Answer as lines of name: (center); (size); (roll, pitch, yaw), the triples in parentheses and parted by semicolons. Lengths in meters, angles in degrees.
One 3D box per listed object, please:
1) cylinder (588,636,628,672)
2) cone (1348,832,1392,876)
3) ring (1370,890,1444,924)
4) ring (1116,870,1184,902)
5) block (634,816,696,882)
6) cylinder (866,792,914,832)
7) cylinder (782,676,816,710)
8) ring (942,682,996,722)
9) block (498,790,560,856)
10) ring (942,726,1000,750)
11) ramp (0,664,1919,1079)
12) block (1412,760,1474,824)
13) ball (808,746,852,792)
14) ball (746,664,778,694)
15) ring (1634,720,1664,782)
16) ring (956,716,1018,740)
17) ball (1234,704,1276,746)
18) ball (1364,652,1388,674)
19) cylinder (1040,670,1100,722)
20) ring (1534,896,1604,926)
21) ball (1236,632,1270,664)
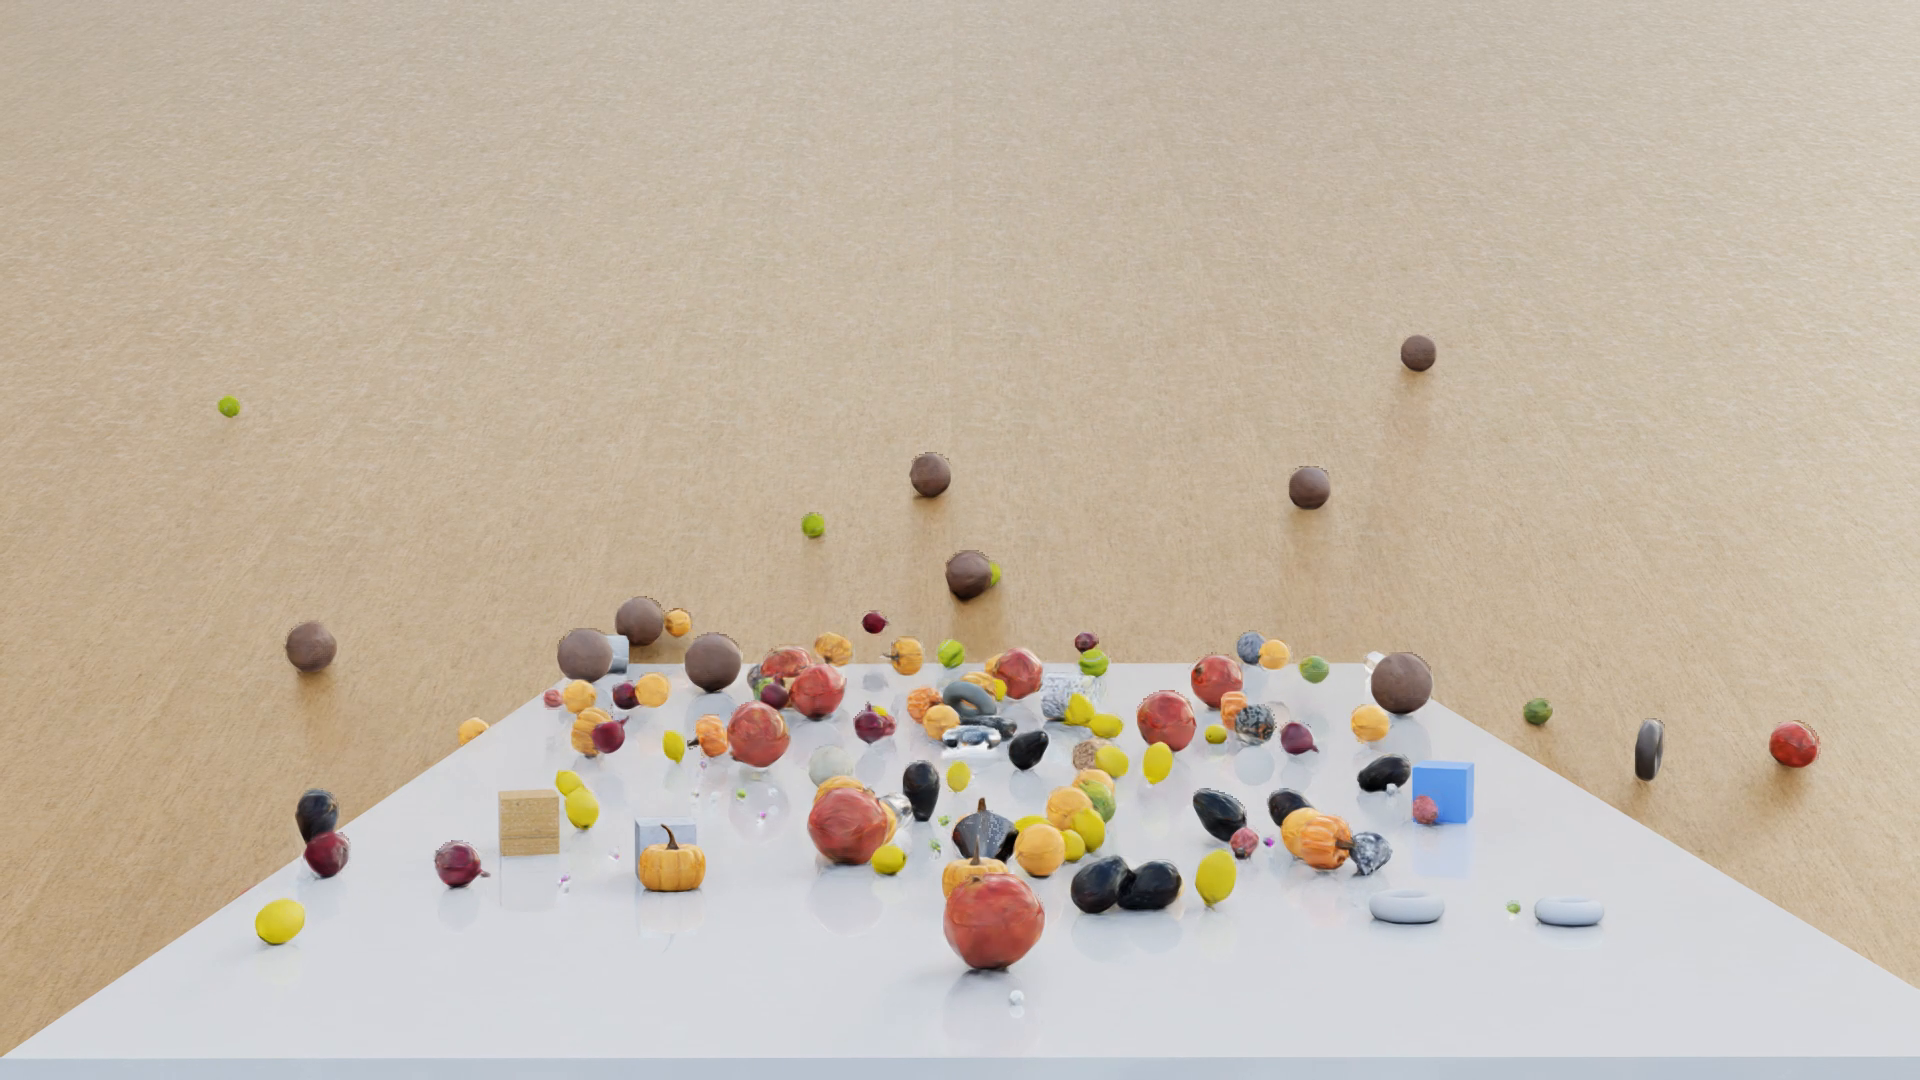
cylinder: (-0.857, 0.279, 6.271); (0.090, 0.090, 0.090); (1, 22, -11)
cone: (0.562, 0.446, 3.548); (0.061, 0.061, 0.061); (5, 31, 13)
ring: (0.561, 0.460, 3.231); (0.094, 0.031, 0.094); (-1, 3, 0)
ring: (0.249, 0.453, 3.371); (0.092, 0.031, 0.092); (0, 3, 0)
block: (-0.403, 0.423, 3.523); (0.077, 0.077, 0.077); (-1, 3, -12)
cylinder: (-0.107, 0.415, 3.916); (0.054, 0.054, 0.054); (10, 7, 24)
cylinder: (-0.347, 0.329, 5.521); (0.064, 0.064, 0.064); (-9, 23, -8)
ring: (0.018, 0.331, 5.161); (0.115, 0.115, 0.038); (10, 47, 22)
block: (-0.627, 0.410, 3.736); (0.082, 0.082, 0.082); (-1, 3, -13)
ring: (0.023, 0.376, 4.886); (0.111, 0.037, 0.111); (0, 4, 0)
ramp: (0.051, 0.462, 4.533); (2.000, 0.100, 4.000); (0, 3, 0)
block: (0.757, 0.394, 4.029); (0.084, 0.084, 0.084); (1, 3, 19)
ball: (-0.218, 0.384, 4.321); (0.076, 0.076, 0.076); (0, 22, 0)
ball: (-0.445, 0.314, 5.804); (0.071, 0.071, 0.071); (0, 22, 0)
ring: (1.638, 0.501, 6.115); (0.049, 0.148, 0.148); (7, 23, 24)
ring: (0.051, 0.368, 5.017); (0.123, 0.041, 0.123); (-1, 1, 0)
ball: (0.563, 0.354, 4.912); (0.077, 0.077, 0.077); (0, 22, 0)
ball: (1.008, 0.299, 6.241); (0.056, 0.056, 0.056); (0, 22, 0)
cylinder: (0.228, 0.325, 5.331); (0.094, 0.094, 0.094); (13, 25, 23)
ring: (0.759, 0.462, 3.207); (0.086, 0.029, 0.086); (-1, 2, 0)
ball: (0.740, 0.274, 6.498); (0.081, 0.081, 0.081); (0, 22, 0)
